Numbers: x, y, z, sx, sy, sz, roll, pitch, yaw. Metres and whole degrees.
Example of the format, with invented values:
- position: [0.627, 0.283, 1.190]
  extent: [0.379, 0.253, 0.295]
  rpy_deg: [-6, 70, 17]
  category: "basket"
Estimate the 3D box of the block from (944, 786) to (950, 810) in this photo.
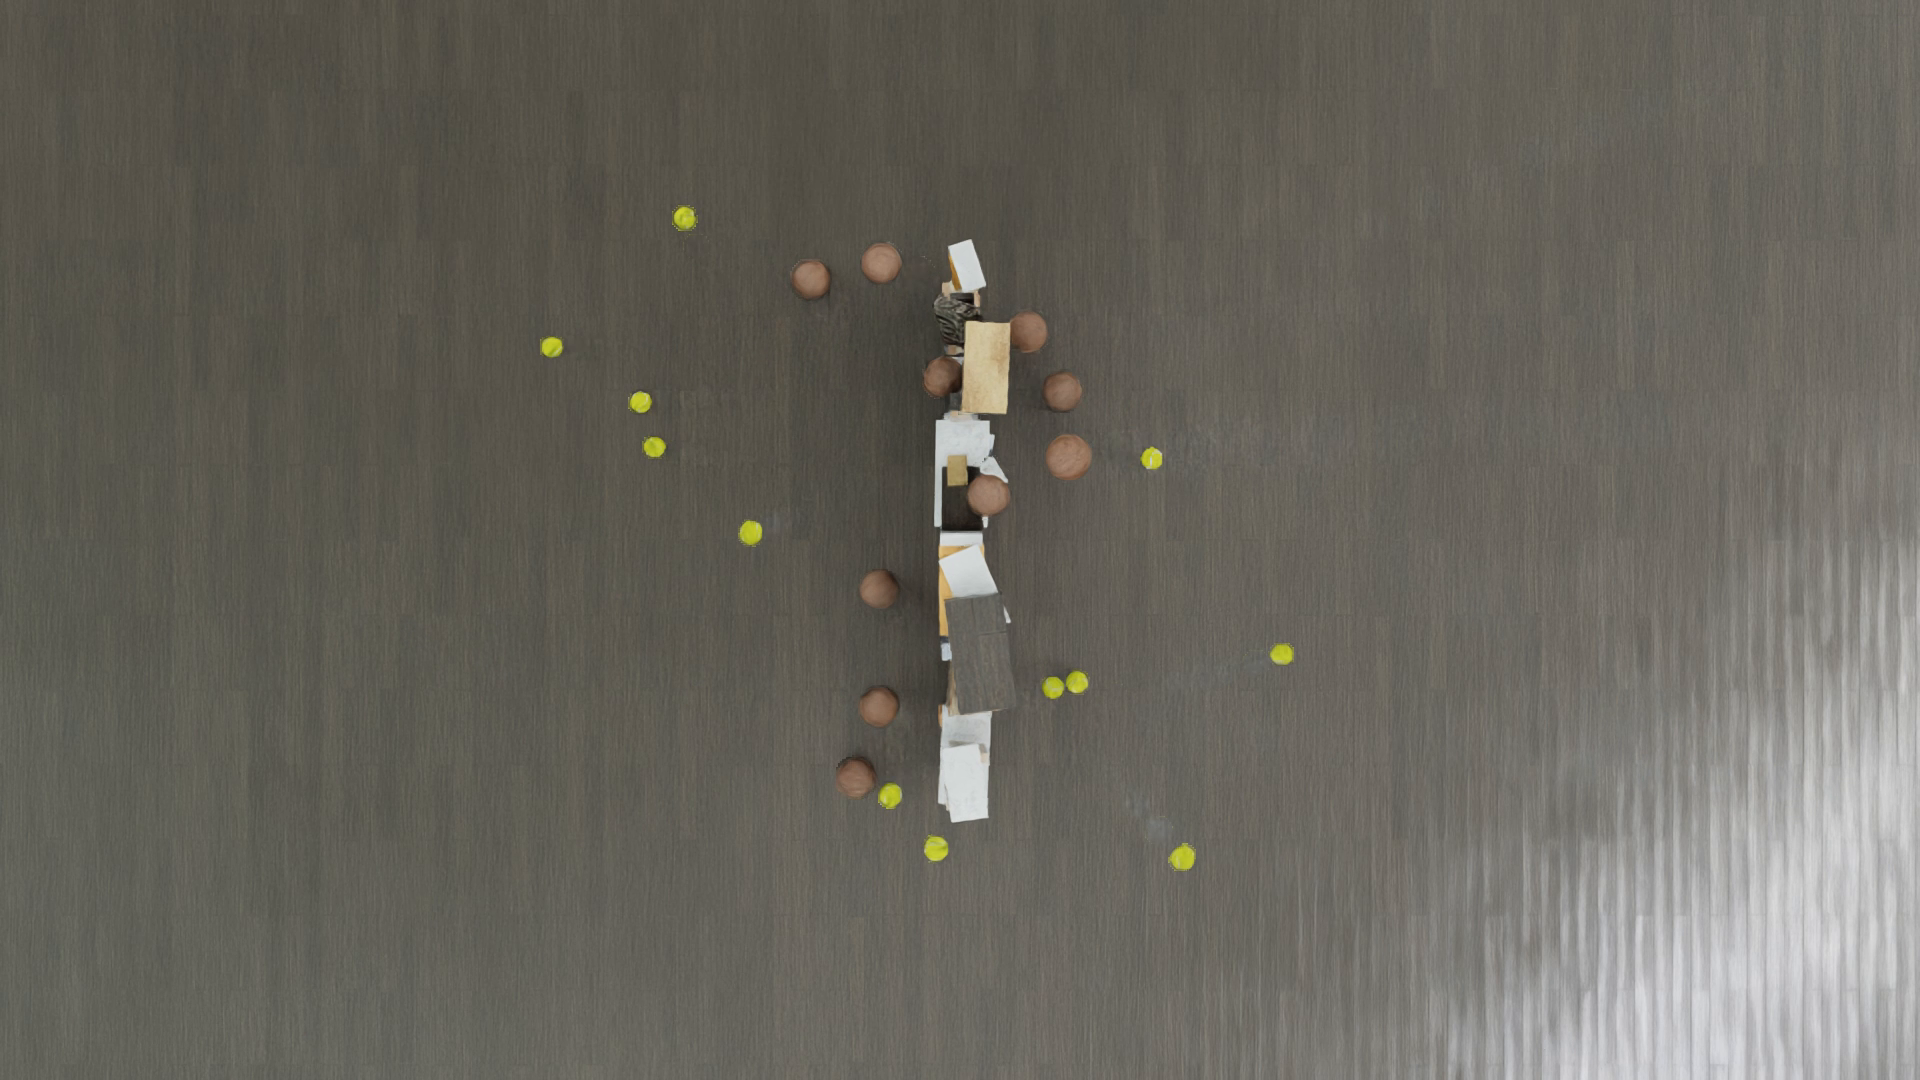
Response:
- position: [0.010, 0.788, 5.040]
  extent: [0.110, 0.221, 0.031]
  rpy_deg: [2, 92, -3]
  category: "block"

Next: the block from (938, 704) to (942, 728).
- position: [0.008, 0.570, 5.347]
  extent: [0.152, 0.303, 0.043]
  rpy_deg: [1, 90, -1]
  category: "block"

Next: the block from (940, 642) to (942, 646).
- position: [0.006, 0.309, 5.365]
  extent: [0.134, 0.268, 0.038]
  rpy_deg: [5, 76, 0]
  category: "block"

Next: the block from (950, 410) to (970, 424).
- position: [0.002, -0.378, 5.061]
  extent: [0.061, 0.122, 0.017]
  rpy_deg: [1, 85, 0]
  category: "block"

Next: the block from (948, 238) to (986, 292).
- position: [0.023, -0.841, 5.066]
  extent: [0.074, 0.021, 0.148]
  rpy_deg: [-18, 98, 4]
  category: "block"

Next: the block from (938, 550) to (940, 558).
- position: [0.003, 0.034, 5.124]
  extent: [0.133, 0.398, 0.038]
  rpy_deg: [-5, 95, 0]
  category: "block"

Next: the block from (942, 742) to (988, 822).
- position: [0.014, 0.723, 4.913]
  extent: [0.110, 0.031, 0.221]
  rpy_deg: [-8, 90, -3]
  category: "block"

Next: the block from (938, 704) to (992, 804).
- position: [0.015, 0.674, 5.174]
  extent: [0.152, 0.043, 0.303]
  rpy_deg: [3, 90, -1]
  category: "block"

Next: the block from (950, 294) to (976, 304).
- position: [0.006, -0.719, 5.160]
  extent: [0.074, 0.149, 0.021]
  rpy_deg: [0, 62, -2]
  category: "block"

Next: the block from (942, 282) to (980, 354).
- position: [0.010, -0.709, 5.247]
  extent: [0.113, 0.032, 0.227]
  rpy_deg: [-6, 95, -2]
  category: "block"

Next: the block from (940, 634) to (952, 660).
- position: [0.026, 0.300, 5.003]
  extent: [0.167, 0.375, 0.047]
  rpy_deg: [-5, 96, -1]
  category: "block"

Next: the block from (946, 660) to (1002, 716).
- position: [0.050, 0.438, 5.009]
  extent: [0.167, 0.335, 0.047]
  rpy_deg: [-6, 61, -7]
  category: "block"

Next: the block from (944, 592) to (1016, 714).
- position: [0.059, 0.328, 4.794]
  extent: [0.167, 0.047, 0.335]
  rpy_deg: [-8, 97, -1]
  category: "block"

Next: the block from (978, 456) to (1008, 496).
- position: [0.102, -0.196, 5.055]
  extent: [0.017, 0.122, 0.061]
  rpy_deg: [25, 70, 37]
  category: "block"

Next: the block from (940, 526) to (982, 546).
- position: [0.004, -0.018, 4.999]
  extent: [0.125, 0.249, 0.035]
  rpy_deg: [0, 98, 0]
  category: "block"

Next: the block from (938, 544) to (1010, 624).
- position: [0.043, 0.150, 4.867]
  extent: [0.125, 0.035, 0.249]
  rpy_deg: [-23, 92, 3]
  category: "block"

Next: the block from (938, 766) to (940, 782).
- position: [0.005, 0.774, 5.348]
  extent: [0.152, 0.303, 0.043]
  rpy_deg: [0, 90, 0]
  category: "block"

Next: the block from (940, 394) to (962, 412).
- position: [0.021, -0.424, 5.104]
  extent: [0.135, 0.280, 0.038]
  rpy_deg: [0, 91, -6]
  category: "block"

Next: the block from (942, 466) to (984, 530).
- position: [0.006, -0.128, 5.020]
  extent: [0.125, 0.249, 0.035]
  rpy_deg: [0, 134, 0]
  category: "block"

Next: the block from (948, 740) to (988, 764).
- position: [0.025, 0.647, 5.040]
  extent: [0.110, 0.221, 0.031]
  rpy_deg: [6, 90, -3]
  category: "block"

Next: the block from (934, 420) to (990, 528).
- position: [0.006, -0.206, 5.145]
  extent: [0.166, 0.047, 0.331]
  rpy_deg: [1, 90, 0]
  category: "block"

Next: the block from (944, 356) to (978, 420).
- position: [0.003, -0.475, 5.267]
  extent: [0.108, 0.031, 0.217]
  rpy_deg: [1, 90, 0]
  category: "block"

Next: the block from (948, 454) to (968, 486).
- position: [-0.009, -0.215, 5.072]
  extent: [0.061, 0.122, 0.017]
  rpy_deg: [0, 134, 0]
  category: "block"

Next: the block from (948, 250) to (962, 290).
- position: [0.008, -0.847, 5.139]
  extent: [0.074, 0.149, 0.021]
  rpy_deg: [-15, 52, -2]
  category: "block"

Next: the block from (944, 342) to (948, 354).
- position: [0.010, -0.639, 5.384]
  extent: [0.113, 0.227, 0.032]
  rpy_deg: [-7, 92, -2]
  category: "block"

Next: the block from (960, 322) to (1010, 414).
- position: [0.077, -0.516, 4.941]
  extent: [0.135, 0.038, 0.269]
  rpy_deg: [2, 94, -6]
  category: "block"

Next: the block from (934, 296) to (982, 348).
- position: [0.005, -0.662, 5.087]
  extent: [0.135, 0.269, 0.038]
  rpy_deg: [18, 75, 13]
  category: "block"

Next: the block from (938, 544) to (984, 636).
- position: [0.005, 0.148, 4.908]
  extent: [0.133, 0.038, 0.266]
  rpy_deg: [0, 91, 0]
  category: "block"

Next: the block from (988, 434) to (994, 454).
- position: [0.024, -0.317, 5.334]
  extent: [0.166, 0.331, 0.047]
  rpy_deg: [7, 90, 0]
  category: "block"
